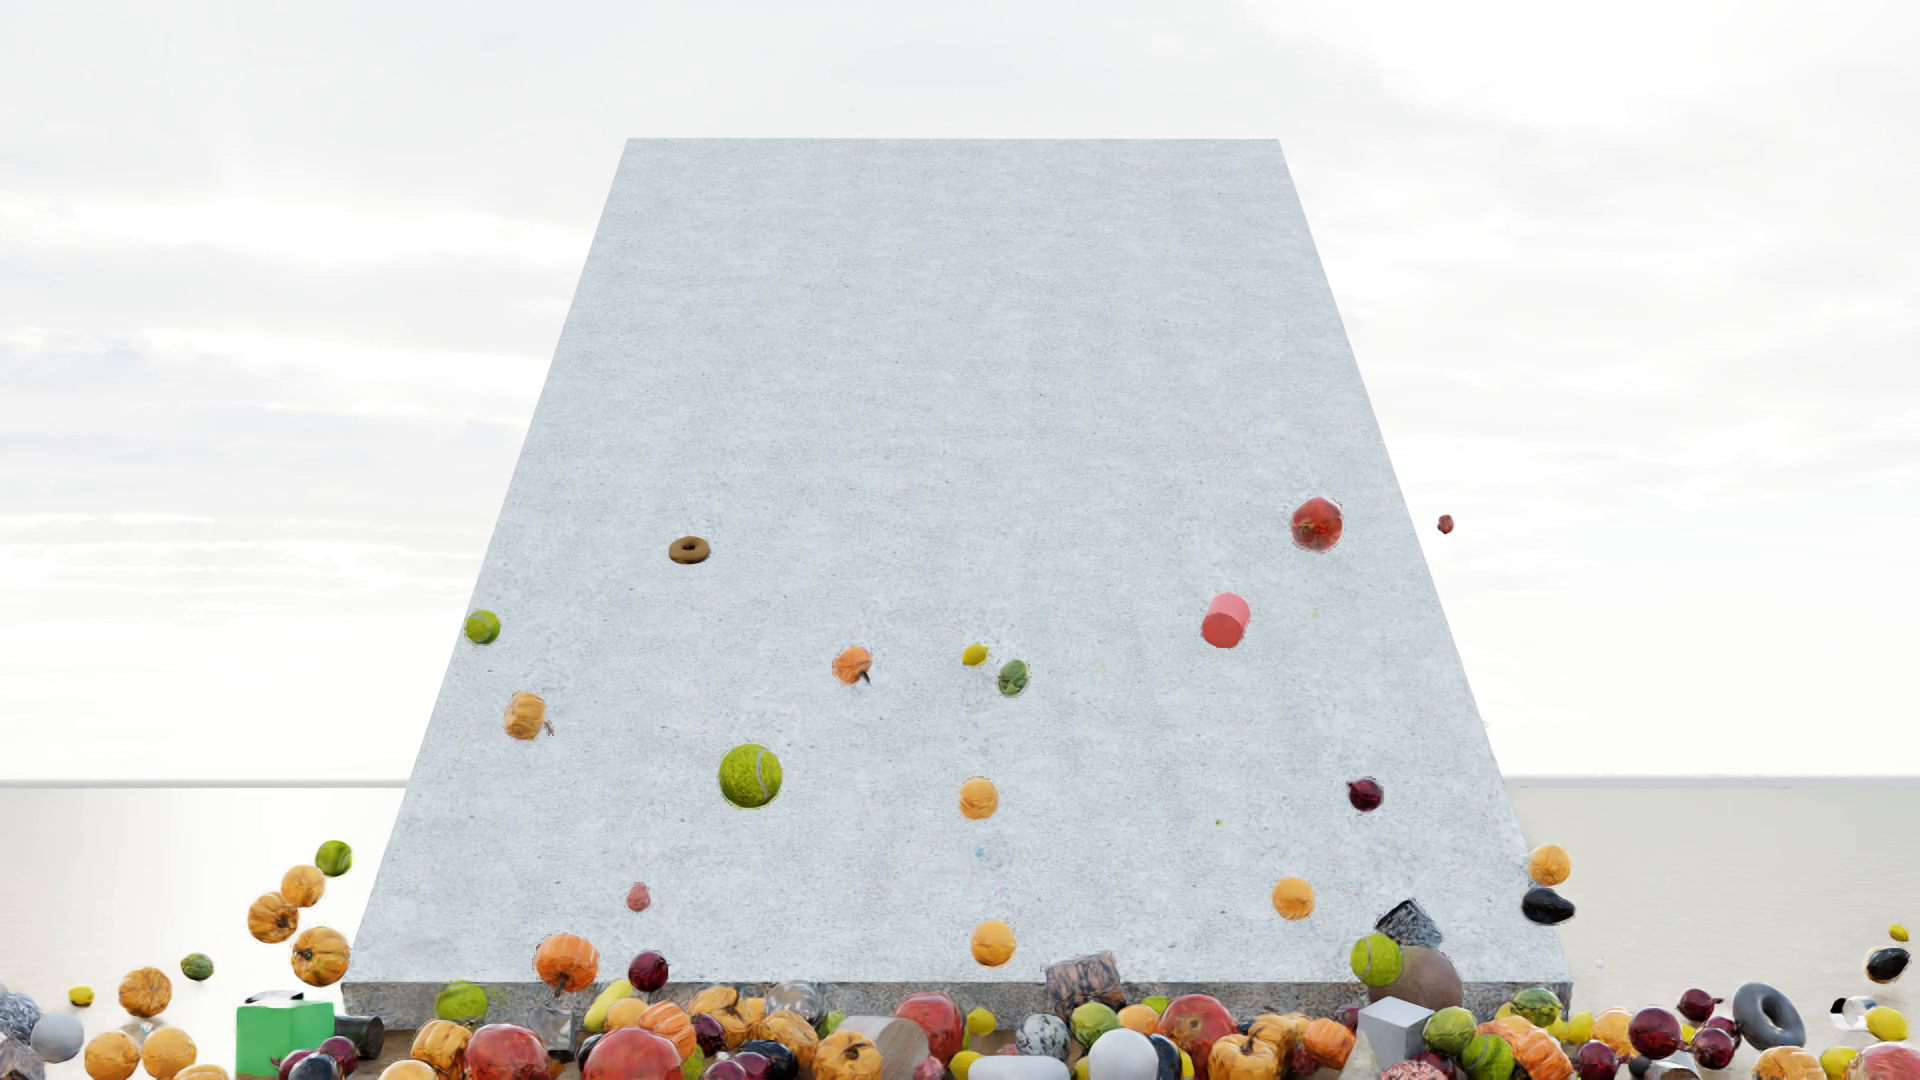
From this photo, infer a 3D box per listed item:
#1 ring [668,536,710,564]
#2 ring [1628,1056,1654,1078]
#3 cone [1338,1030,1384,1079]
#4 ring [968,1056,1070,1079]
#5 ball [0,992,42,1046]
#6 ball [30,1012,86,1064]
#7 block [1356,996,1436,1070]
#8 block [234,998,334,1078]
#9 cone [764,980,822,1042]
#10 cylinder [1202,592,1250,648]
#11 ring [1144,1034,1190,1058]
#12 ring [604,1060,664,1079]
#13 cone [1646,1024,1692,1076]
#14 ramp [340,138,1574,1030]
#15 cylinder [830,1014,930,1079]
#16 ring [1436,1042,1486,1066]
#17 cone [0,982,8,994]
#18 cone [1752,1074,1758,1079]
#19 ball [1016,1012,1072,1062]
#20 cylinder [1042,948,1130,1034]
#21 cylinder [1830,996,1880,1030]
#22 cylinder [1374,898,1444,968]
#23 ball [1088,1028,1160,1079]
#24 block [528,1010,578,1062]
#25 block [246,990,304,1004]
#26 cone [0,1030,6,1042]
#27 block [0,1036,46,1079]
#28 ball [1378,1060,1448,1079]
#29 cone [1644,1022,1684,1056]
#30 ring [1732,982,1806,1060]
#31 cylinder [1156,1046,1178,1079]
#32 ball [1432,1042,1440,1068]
[{"bbox_3d":[-0.576,0.022,5.104,0.089,0.030,0.089,-1,30,0],"label":"ring"},{"bbox_3d":[0.961,0.726,3.310,0.081,0.027,0.081,0,-6,0],"label":"ring"},{"bbox_3d":[0.528,0.682,3.145,0.082,0.082,0.082,0,-6,0],"label":"cone"},{"bbox_3d":[0.076,0.701,3.146,0.134,0.045,0.134,0,-7,0],"label":"ring"},{"bbox_3d":[-1.424,0.724,3.605,0.090,0.090,0.090,0,-6,0],"label":"ball"},{"bbox_3d":[-1.242,0.685,3.309,0.070,0.070,0.070,0,-6,0],"label":"ball"},{"bbox_3d":[0.577,0.658,3.181,0.074,0.074,0.074,12,16,41],"label":"block"},{"bbox_3d":[-0.948,0.698,3.374,0.094,0.094,0.094,-3,-6,24],"label":"block"},{"bbox_3d":[-0.225,0.683,3.464,0.091,0.091,0.091,3,-6,-24],"label":"cone"},{"bbox_3d":[0.531,0.161,4.808,0.082,0.082,0.082,-2,27,21],"label":"cylinder"},{"bbox_3d":[0.297,0.750,3.558,0.087,0.029,0.087,3,-4,0],"label":"ring"},{"bbox_3d":[-0.439,0.719,3.241,0.080,0.027,0.080,0,-4,0],"label":"ring"},{"bbox_3d":[0.952,0.687,3.211,0.084,0.084,0.084,0,-6,0],"label":"cone"},{"bbox_3d":[-0.012,-0.216,5.665,2.000,0.100,4.000,0,29,0],"label":"ramp"},{"bbox_3d":[-0.106,0.681,3.196,0.094,0.094,0.094,5,-7,-39],"label":"cylinder"},{"bbox_3d":[0.703,0.733,3.427,0.089,0.030,0.089,5,-11,1],"label":"ring"},{"bbox_3d":[-1.711,0.815,4.215,0.065,0.065,0.065,-29,-15,16],"label":"cone"},{"bbox_3d":[0.944,0.661,2.851,0.057,0.057,0.057,-2,1,0],"label":"cone"},{"bbox_3d":[0.112,0.676,3.238,0.076,0.076,0.076,0,-6,0],"label":"ball"},{"bbox_3d":[0.179,0.644,3.426,0.100,0.100,0.100,-17,-5,-3],"label":"cylinder"},{"bbox_3d":[1.467,0.776,3.939,0.054,0.054,0.054,4,-7,-32],"label":"cylinder"},{"bbox_3d":[0.722,0.633,3.869,0.078,0.078,0.078,-32,-24,-16],"label":"cylinder"},{"bbox_3d":[0.198,0.637,2.915,0.087,0.087,0.087,0,-6,0],"label":"ball"},{"bbox_3d":[-0.536,0.654,3.167,0.054,0.054,0.054,0,-29,0],"label":"block"},{"bbox_3d":[-1.016,0.705,3.566,0.061,0.061,0.061,0,3,18],"label":"block"},{"bbox_3d":[-1.283,0.707,3.243,0.086,0.086,0.086,-6,-29,45],"label":"cone"},{"bbox_3d":[-1.139,0.643,2.880,0.058,0.058,0.058,-33,-49,-1],"label":"block"},{"bbox_3d":[0.505,0.628,2.673,0.095,0.095,0.095,0,-6,0],"label":"ball"},{"bbox_3d":[0.999,0.710,3.376,0.057,0.057,0.057,-5,-22,38],"label":"cone"},{"bbox_3d":[1.193,0.709,3.545,0.126,0.126,0.042,4,-41,-35],"label":"ring"},{"bbox_3d":[0.251,0.698,3.173,0.055,0.055,0.055,2,-6,-21],"label":"cylinder"},{"bbox_3d":[0.614,0.698,3.249,0.070,0.070,0.070,0,-6,0],"label":"ball"}]
